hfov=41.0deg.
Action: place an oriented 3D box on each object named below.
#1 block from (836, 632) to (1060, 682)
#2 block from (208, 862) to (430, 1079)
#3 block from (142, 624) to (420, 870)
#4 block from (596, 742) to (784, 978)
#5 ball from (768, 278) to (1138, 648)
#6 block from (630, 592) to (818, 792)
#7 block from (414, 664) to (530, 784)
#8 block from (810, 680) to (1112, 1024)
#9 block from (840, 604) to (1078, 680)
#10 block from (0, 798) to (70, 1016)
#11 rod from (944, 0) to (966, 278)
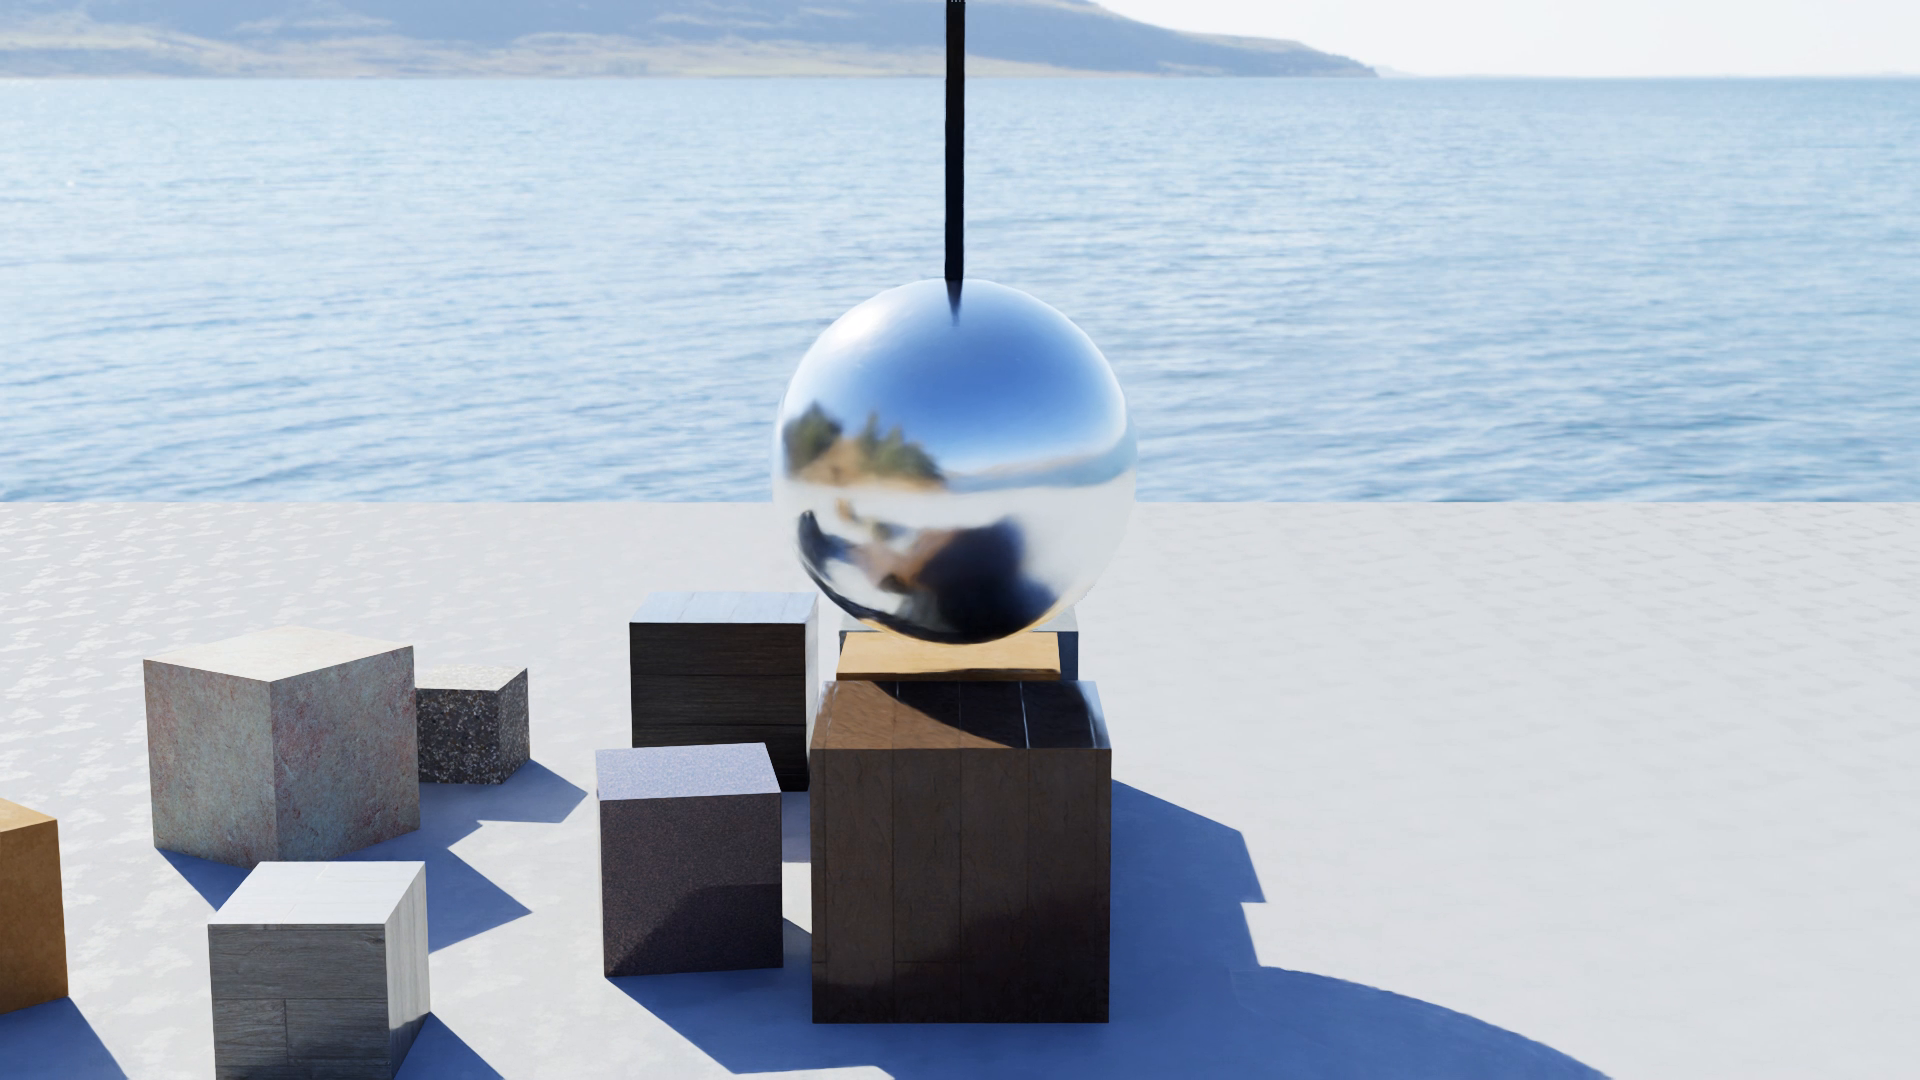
[{"bbox_3d":[-0.045,0.957,11.751,0.986,0.912,0.834,0,10,1],"label":"block"},{"bbox_3d":[-2.314,1.561,9.330,0.616,0.590,0.710,0,10,0],"label":"block"},{"bbox_3d":[-3.125,0.949,11.864,0.825,0.887,0.875,7,12,32],"label":"block"},{"bbox_3d":[-1.113,1.288,10.462,0.708,0.722,0.770,-2,10,-9],"label":"block"},{"bbox_3d":[-0.028,-0.334,11.120,1.600,1.600,1.600,0,10,0],"label":"ball"},{"bbox_3d":[-1.180,0.756,13.018,0.865,0.854,0.766,0,10,1],"label":"block"},{"bbox_3d":[-2.501,0.935,13.067,0.476,0.486,0.518,1,10,7],"label":"block"},{"bbox_3d":[0.000,1.193,10.040,1.110,1.061,1.067,0,10,0],"label":"block"},{"bbox_3d":[-0.002,0.785,12.687,1.127,0.916,1.052,0,10,0],"label":"block"},{"bbox_3d":[-3.911,1.415,9.806,0.667,0.707,0.679,9,14,41],"label":"block"},{"bbox_3d":[-0.012,-3.679,10.511,0.080,5.200,0.080,0,10,0],"label":"rod"}]
